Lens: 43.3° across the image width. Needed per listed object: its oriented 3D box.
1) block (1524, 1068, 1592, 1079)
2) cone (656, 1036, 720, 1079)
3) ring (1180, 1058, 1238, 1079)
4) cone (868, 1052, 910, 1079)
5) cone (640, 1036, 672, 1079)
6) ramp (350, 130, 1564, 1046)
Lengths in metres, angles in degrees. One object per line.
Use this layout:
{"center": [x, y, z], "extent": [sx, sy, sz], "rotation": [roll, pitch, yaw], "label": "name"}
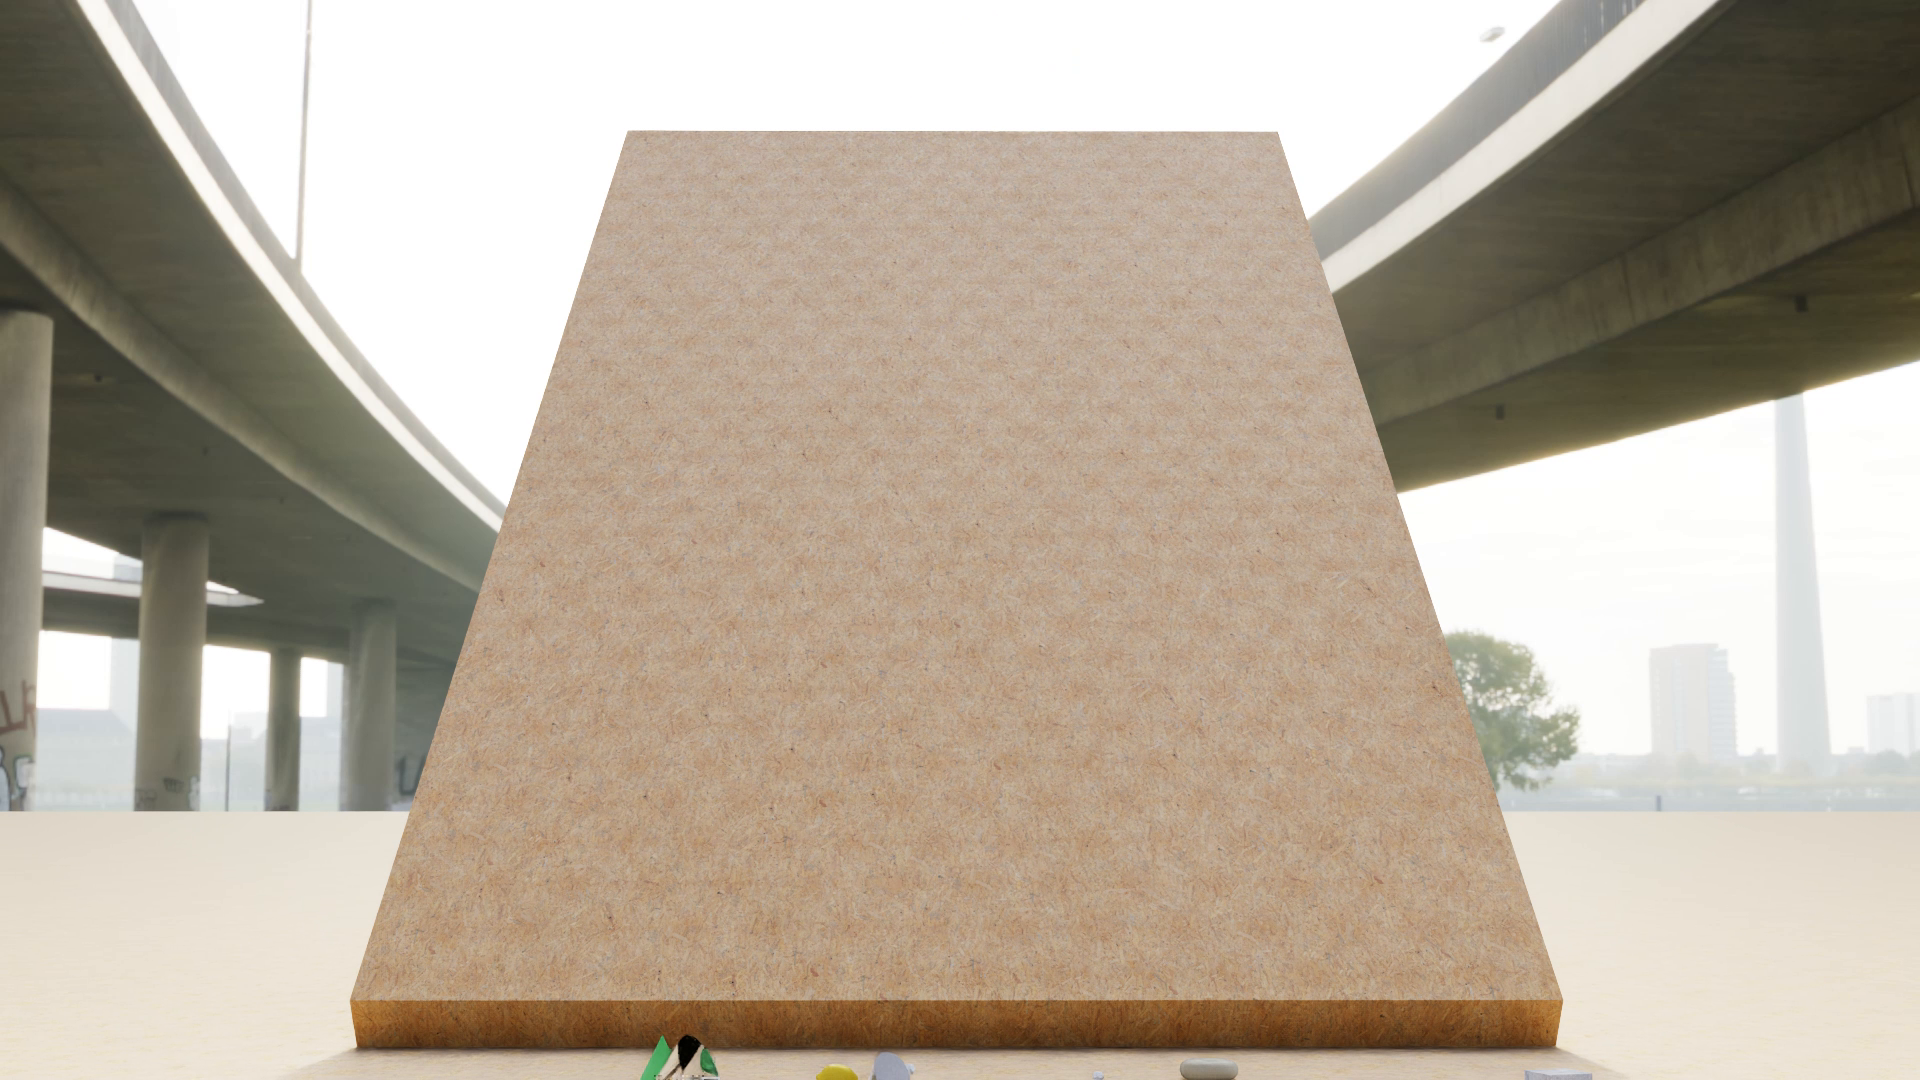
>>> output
{"center": [0.765, 0.710, 3.091], "extent": [0.061, 0.061, 0.061], "rotation": [2, -7, -17], "label": "block"}
{"center": [-0.397, 0.745, 3.327], "extent": [0.095, 0.095, 0.095], "rotation": [-30, -16, 16], "label": "cone"}
{"center": [0.366, 0.778, 3.554], "extent": [0.086, 0.029, 0.086], "rotation": [0, -7, 0], "label": "ring"}
{"center": [-0.115, 0.759, 3.389], "extent": [0.063, 0.063, 0.063], "rotation": [6, -35, -44], "label": "cone"}
{"center": [-0.422, 0.739, 3.426], "extent": [0.077, 0.077, 0.077], "rotation": [0, -6, 0], "label": "cone"}
{"center": [-0.013, -0.207, 5.739], "extent": [2.000, 0.100, 4.000], "rotation": [0, 30, 0], "label": "ramp"}
